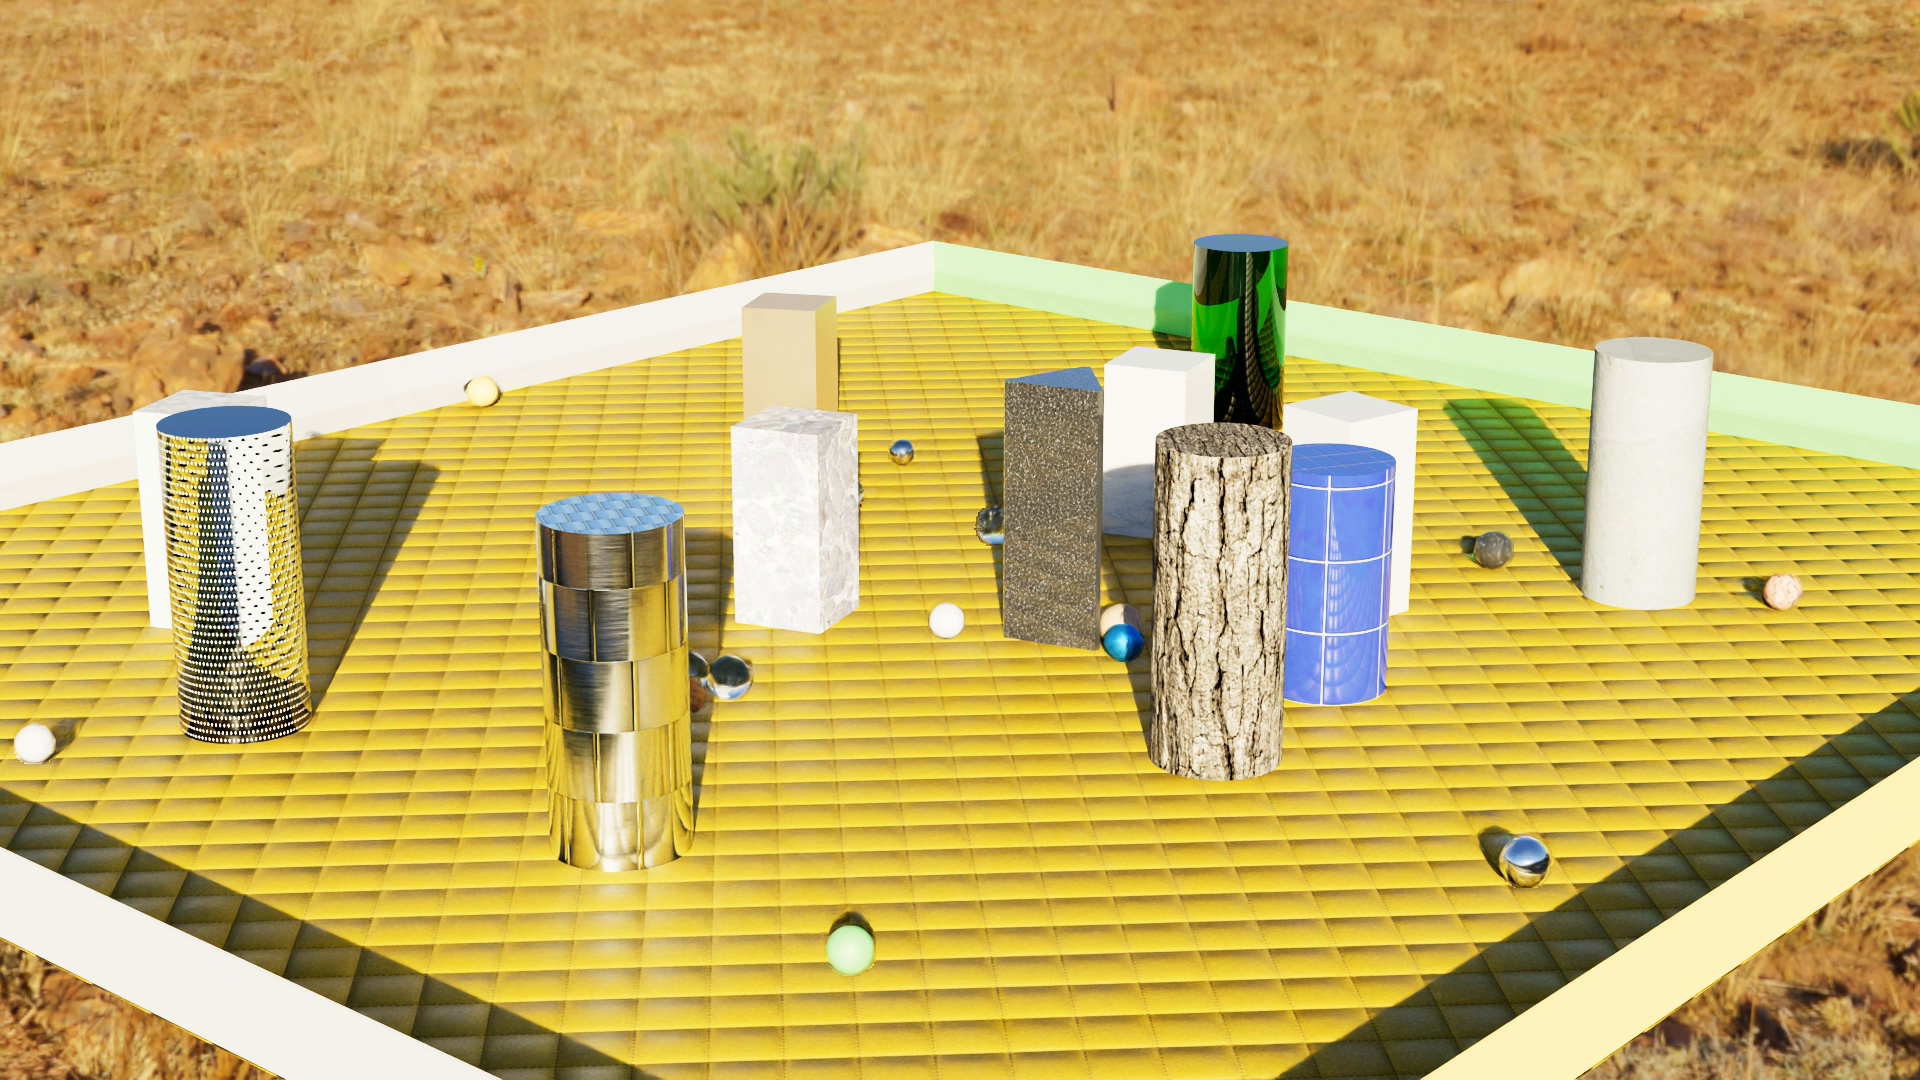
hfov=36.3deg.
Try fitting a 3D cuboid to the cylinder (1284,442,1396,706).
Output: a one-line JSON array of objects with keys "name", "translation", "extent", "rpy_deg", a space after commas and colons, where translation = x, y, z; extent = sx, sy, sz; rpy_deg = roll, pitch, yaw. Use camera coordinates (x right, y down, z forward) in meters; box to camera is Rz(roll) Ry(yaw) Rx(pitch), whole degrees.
[{"name": "cylinder", "translation": [0.582, 0.053, 4.633], "extent": [0.199, 0.373, 0.199], "rpy_deg": [0, 17, 0]}]

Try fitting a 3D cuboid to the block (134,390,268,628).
[{"name": "block", "translation": [-1.272, -0.049, 4.965], "extent": [0.159, 0.375, 0.159], "rpy_deg": [5, 17, 16]}]

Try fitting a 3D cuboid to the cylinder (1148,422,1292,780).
[{"name": "cylinder", "translation": [0.382, 0.089, 4.311], "extent": [0.199, 0.489, 0.199], "rpy_deg": [0, 17, 0]}]

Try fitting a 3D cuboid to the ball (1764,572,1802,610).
[{"name": "ball", "translation": [1.417, 0.088, 5.051], "extent": [0.064, 0.064, 0.064], "rpy_deg": [0, 17, 0]}]

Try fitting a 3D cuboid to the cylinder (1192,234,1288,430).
[{"name": "cylinder", "translation": [0.591, -0.435, 6.215], "extent": [0.199, 0.395, 0.199], "rpy_deg": [0, 17, 0]}]

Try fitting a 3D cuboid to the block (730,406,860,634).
[{"name": "block", "translation": [-0.278, -0.037, 4.980], "extent": [0.159, 0.344, 0.159], "rpy_deg": [7, 18, 22]}]

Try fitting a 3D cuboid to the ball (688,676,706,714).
[{"name": "ball", "translation": [-0.425, 0.241, 4.553], "extent": [0.059, 0.059, 0.059], "rpy_deg": [0, 17, 0]}]

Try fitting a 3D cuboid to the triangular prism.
[{"name": "triangular prism", "translation": [0.181, -0.058, 4.883], "extent": [0.172, 0.441, 0.149], "rpy_deg": [8, 18, 24]}]

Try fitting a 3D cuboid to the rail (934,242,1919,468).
[{"name": "rail", "translation": [1.227, -0.375, 6.473], "extent": [3.477, 0.129, 0.045], "rpy_deg": [14, 22, 39]}]

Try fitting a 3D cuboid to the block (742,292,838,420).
[{"name": "block", "translation": [-0.356, -0.363, 6.169], "extent": [0.159, 0.283, 0.159], "rpy_deg": [4, 17, 13]}]

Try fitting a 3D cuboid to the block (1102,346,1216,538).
[{"name": "block", "translation": [0.372, -0.181, 5.492], "extent": [0.159, 0.324, 0.159], "rpy_deg": [7, 18, 23]}]

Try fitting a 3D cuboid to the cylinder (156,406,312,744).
[{"name": "cylinder", "translation": [-1.101, 0.052, 4.456], "extent": [0.199, 0.477, 0.199], "rpy_deg": [0, 17, 0]}]

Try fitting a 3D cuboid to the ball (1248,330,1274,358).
[{"name": "ball", "translation": [0.705, -0.458, 6.866], "extent": [0.063, 0.063, 0.063], "rpy_deg": [0, 17, 0]}]

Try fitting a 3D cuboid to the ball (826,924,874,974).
[{"name": "ball", "translation": [-0.137, 0.510, 3.655], "extent": [0.061, 0.061, 0.061], "rpy_deg": [0, 17, 0]}]

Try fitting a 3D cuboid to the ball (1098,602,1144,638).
[{"name": "ball", "translation": [0.267, 0.141, 4.858], "extent": [0.074, 0.074, 0.074], "rpy_deg": [0, 17, 0]}]

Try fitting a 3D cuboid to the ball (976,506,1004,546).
[{"name": "ball", "translation": [0.066, -0.026, 5.417], "extent": [0.072, 0.072, 0.072], "rpy_deg": [0, 17, 0]}]

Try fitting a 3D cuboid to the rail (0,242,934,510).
[{"name": "rail", "translation": [-1.295, -0.292, 6.196], "extent": [0.045, 0.129, 3.791], "rpy_deg": [14, 22, 39]}]

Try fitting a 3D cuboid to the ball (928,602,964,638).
[{"name": "ball", "translation": [-0.022, 0.134, 4.904], "extent": [0.061, 0.061, 0.061], "rpy_deg": [0, 17, 0]}]

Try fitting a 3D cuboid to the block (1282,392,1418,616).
[{"name": "block", "translation": [0.661, -0.054, 5.012], "extent": [0.159, 0.358, 0.159], "rpy_deg": [-13, 21, -36]}]

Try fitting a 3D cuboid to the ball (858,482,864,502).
[{"name": "ball", "translation": [-0.212, -0.093, 5.672], "extent": [0.052, 0.052, 0.052], "rpy_deg": [0, 17, 0]}]

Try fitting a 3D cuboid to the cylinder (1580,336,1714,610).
[{"name": "cylinder", "translation": [1.189, -0.117, 5.087], "extent": [0.199, 0.436, 0.199], "rpy_deg": [0, 17, 0]}]

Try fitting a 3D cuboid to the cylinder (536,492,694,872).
[{"name": "cylinder", "translation": [-0.469, 0.192, 3.991], "extent": [0.199, 0.476, 0.199], "rpy_deg": [0, 17, 0]}]

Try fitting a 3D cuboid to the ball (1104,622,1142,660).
[{"name": "ball", "translation": [0.267, 0.166, 4.795], "extent": [0.062, 0.062, 0.062], "rpy_deg": [0, 17, 0]}]

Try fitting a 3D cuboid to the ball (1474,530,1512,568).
[{"name": "ball", "translation": [0.960, 0.017, 5.279], "extent": [0.068, 0.068, 0.068], "rpy_deg": [0, 17, 0]}]

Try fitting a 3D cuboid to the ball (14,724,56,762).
[{"name": "ball", "translation": [-1.372, 0.302, 4.352], "extent": [0.058, 0.058, 0.058], "rpy_deg": [0, 17, 0]}]

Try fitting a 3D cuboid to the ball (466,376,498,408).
[{"name": "ball", "translation": [-1.046, -0.325, 6.415], "extent": [0.068, 0.068, 0.068], "rpy_deg": [0, 17, 0]}]

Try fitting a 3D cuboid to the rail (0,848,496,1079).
[{"name": "rail", "translation": [-1.227, 0.440, 3.766], "extent": [3.477, 0.129, 0.045], "rpy_deg": [14, 22, 39]}]

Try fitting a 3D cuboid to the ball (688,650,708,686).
[{"name": "ball", "translation": [-0.431, 0.210, 4.635], "extent": [0.070, 0.070, 0.070], "rpy_deg": [0, 17, 0]}]

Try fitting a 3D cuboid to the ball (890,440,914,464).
[{"name": "ball", "translation": [-0.118, -0.179, 5.958], "extent": [0.052, 0.052, 0.052], "rpy_deg": [0, 17, 0]}]

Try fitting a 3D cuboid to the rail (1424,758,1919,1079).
[{"name": "rail", "translation": [1.295, 0.357, 4.043], "extent": [0.045, 0.129, 3.791], "rpy_deg": [14, 22, 39]}]

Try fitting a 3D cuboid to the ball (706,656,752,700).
[{"name": "ball", "translation": [-0.363, 0.216, 4.615], "extent": [0.070, 0.070, 0.070], "rpy_deg": [0, 17, 0]}]

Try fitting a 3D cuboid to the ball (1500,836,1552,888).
[{"name": "ball", "translation": [0.754, 0.429, 3.913], "extent": [0.068, 0.068, 0.068], "rpy_deg": [0, 17, 0]}]
